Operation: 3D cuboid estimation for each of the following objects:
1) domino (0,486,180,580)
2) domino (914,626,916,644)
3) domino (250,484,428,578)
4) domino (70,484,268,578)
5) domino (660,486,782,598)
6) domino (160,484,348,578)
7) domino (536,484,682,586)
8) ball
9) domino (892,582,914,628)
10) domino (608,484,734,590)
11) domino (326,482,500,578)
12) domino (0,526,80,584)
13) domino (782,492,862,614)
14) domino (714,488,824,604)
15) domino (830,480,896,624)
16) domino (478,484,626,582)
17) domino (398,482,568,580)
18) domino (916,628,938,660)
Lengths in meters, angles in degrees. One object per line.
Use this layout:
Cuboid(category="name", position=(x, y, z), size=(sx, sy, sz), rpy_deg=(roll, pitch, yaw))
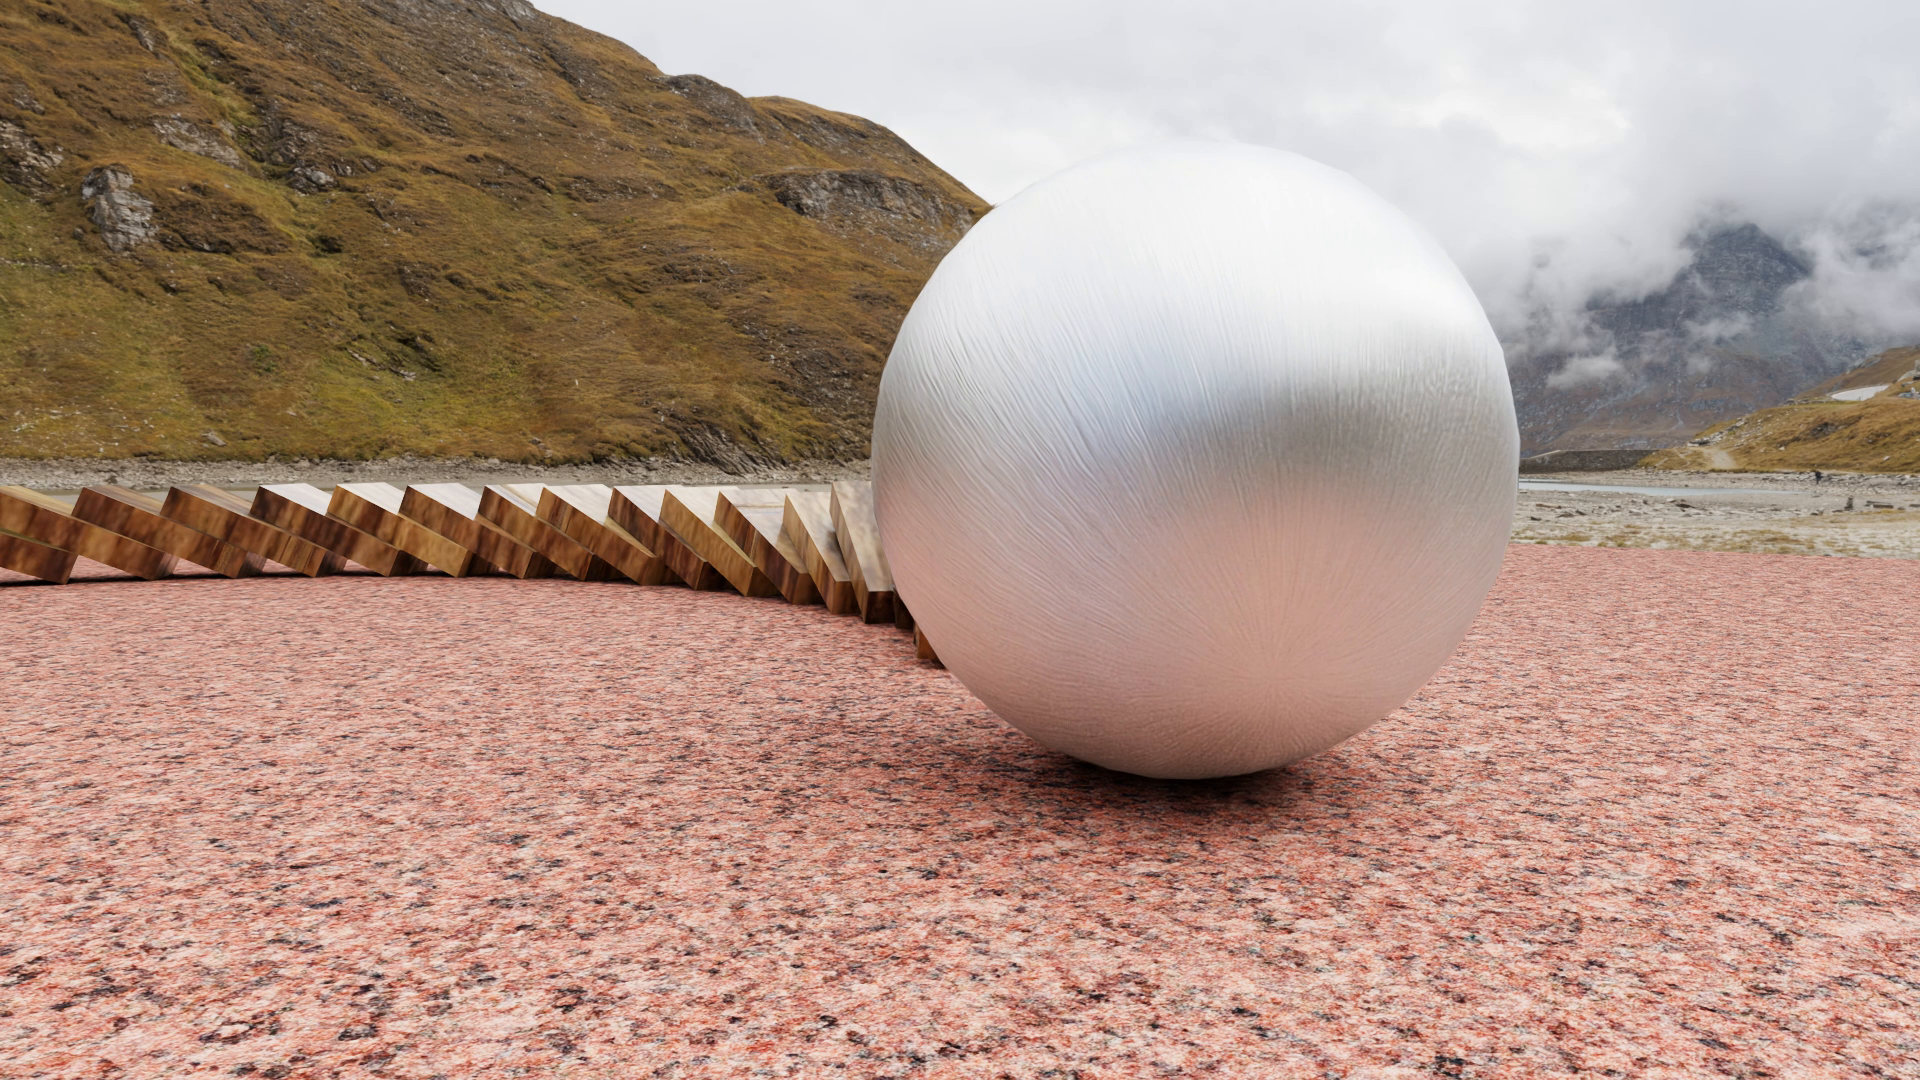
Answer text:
Cuboid(category="domino", position=(-0.274, -0.002, 0.401), size=(0.050, 0.010, 0.025), rpy_deg=(24, -4, -18))
Cuboid(category="domino", position=(0.003, 0.002, 0.278), size=(0.025, 0.009, 0.050), rpy_deg=(3, 42, -6))
Cuboid(category="domino", position=(-0.202, -0.004, 0.423), size=(0.050, 0.010, 0.025), rpy_deg=(24, 6, 2))
Cuboid(category="domino", position=(-0.251, -0.003, 0.411), size=(0.050, 0.010, 0.025), rpy_deg=(24, -1, -12))
Cuboid(category="domino", position=(-0.065, 0.000, 0.379), size=(0.025, 0.009, 0.050), rpy_deg=(-4, 30, -44))
Cuboid(category="domino", position=(-0.228, -0.003, 0.417), size=(0.050, 0.010, 0.025), rpy_deg=(24, 1, -7))
Cuboid(category="domino", position=(-0.107, -0.002, 0.405), size=(0.050, 0.010, 0.025), rpy_deg=(29, 18, 26))
Cuboid(category="ball", position=(0.028, -0.010, 0.165), size=(0.080, 0.080, 0.080), rpy_deg=(0, 4, 0))
Cuboid(category="domino", position=(-0.004, 0.000, 0.308), size=(0.025, 0.009, 0.050), rpy_deg=(1, 43, -9))
Cuboid(category="domino", position=(-0.084, -0.002, 0.394), size=(0.050, 0.010, 0.025), rpy_deg=(34, 25, 35))
Cuboid(category="domino", position=(-0.178, -0.004, 0.423), size=(0.050, 0.009, 0.025), rpy_deg=(25, 8, 8))
Cuboid(category="domino", position=(-0.295, 0.000, 0.385), size=(0.050, 0.009, 0.025), rpy_deg=(23, -8, -31))
Cuboid(category="domino", position=(-0.029, 0.002, 0.343), size=(0.025, 0.009, 0.050), rpy_deg=(-2, 29, -23))
Cuboid(category="domino", position=(-0.047, 0.001, 0.362), size=(0.025, 0.009, 0.050), rpy_deg=(-3, 30, -37))
Cuboid(category="domino", position=(-0.016, 0.002, 0.324), size=(0.025, 0.010, 0.050), rpy_deg=(-1, 34, -17))
Cuboid(category="domino", position=(-0.128, -0.003, 0.415), size=(0.050, 0.010, 0.025), rpy_deg=(29, 16, 23))
Cuboid(category="domino", position=(-0.154, -0.004, 0.419), size=(0.050, 0.010, 0.025), rpy_deg=(26, 11, 12))
Cuboid(category="domino", position=(0.003, 0.003, 0.263), size=(0.025, 0.010, 0.050), rpy_deg=(3, 42, -7))
